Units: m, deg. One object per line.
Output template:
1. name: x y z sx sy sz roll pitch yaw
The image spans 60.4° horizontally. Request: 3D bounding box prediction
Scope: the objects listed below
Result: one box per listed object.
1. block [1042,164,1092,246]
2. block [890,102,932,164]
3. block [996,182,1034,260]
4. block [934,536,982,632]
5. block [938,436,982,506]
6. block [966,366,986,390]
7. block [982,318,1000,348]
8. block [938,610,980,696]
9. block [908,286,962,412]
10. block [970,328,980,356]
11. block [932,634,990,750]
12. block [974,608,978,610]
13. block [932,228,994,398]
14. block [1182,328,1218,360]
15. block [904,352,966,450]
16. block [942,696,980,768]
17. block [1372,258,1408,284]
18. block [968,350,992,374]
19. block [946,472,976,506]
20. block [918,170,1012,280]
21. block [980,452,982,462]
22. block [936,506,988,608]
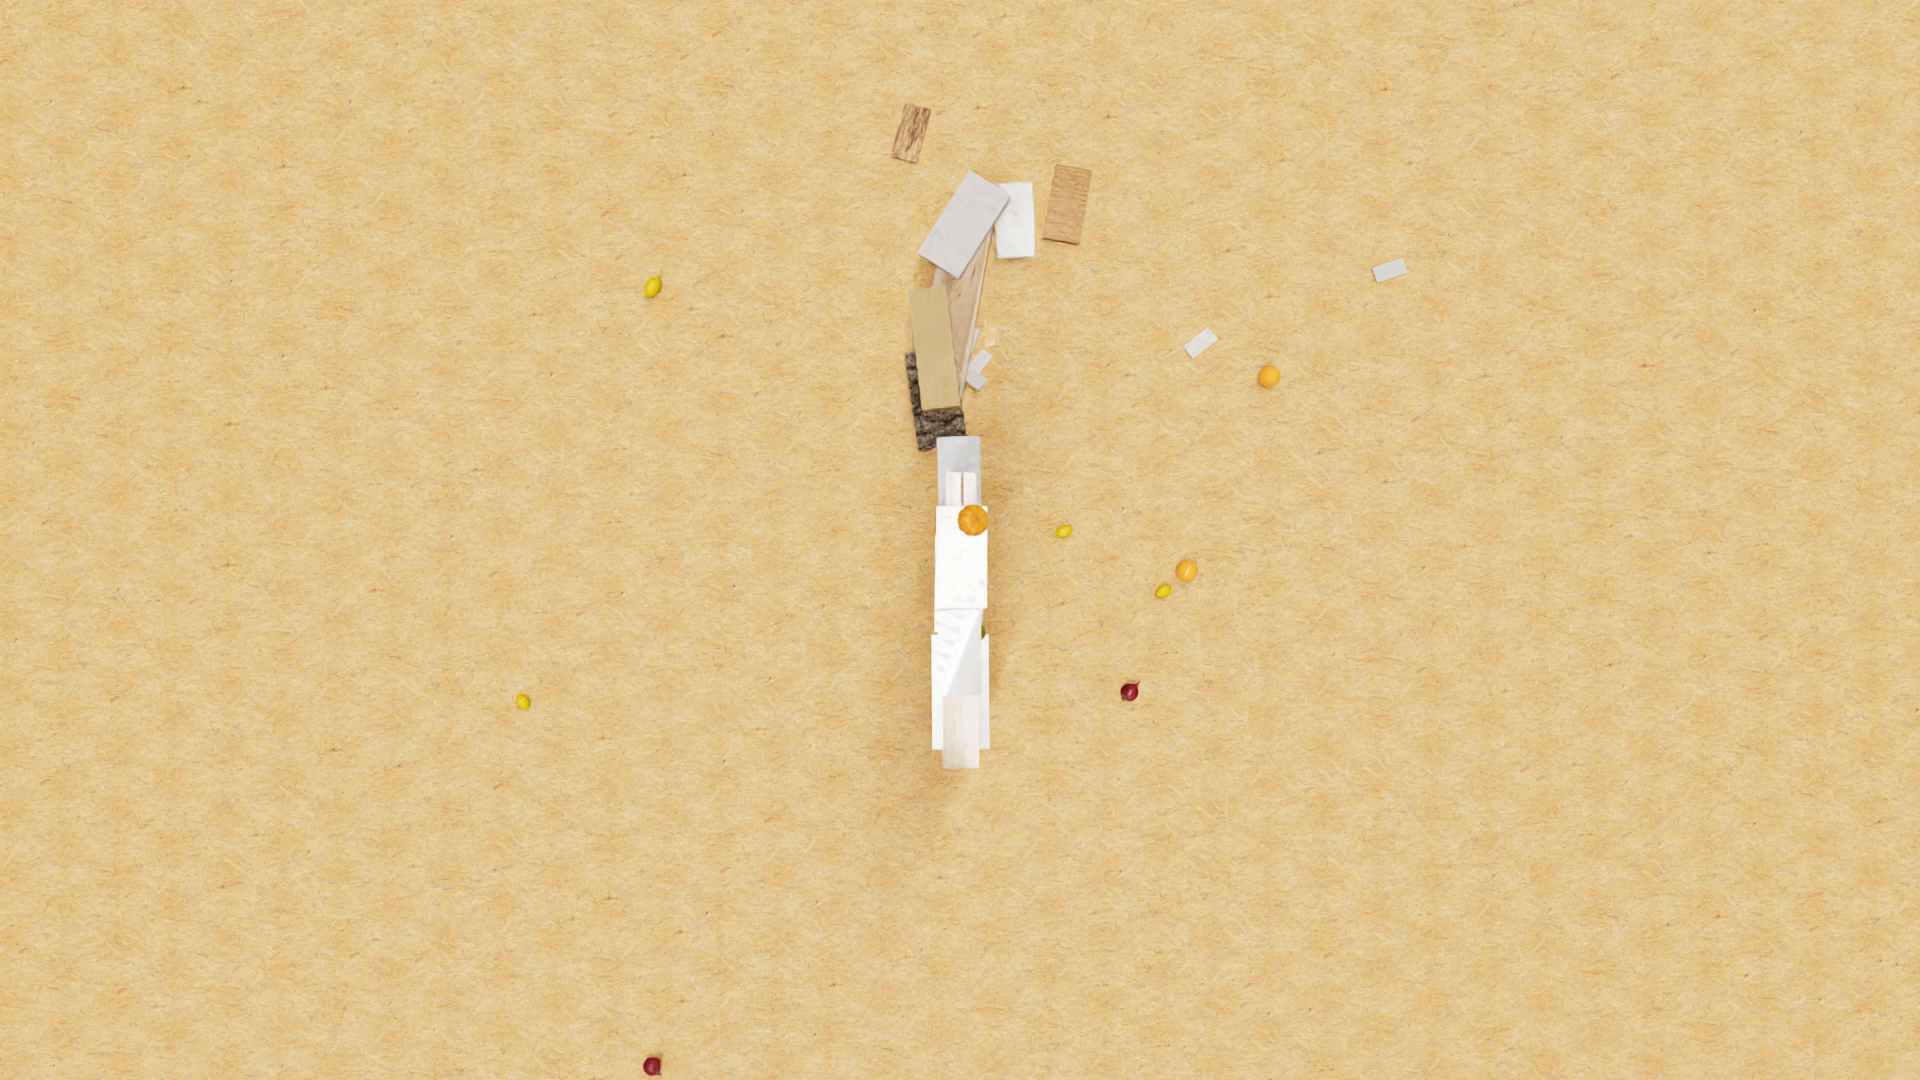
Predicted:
1. block: 0.357 -1.114 5.483 0.123 0.035 0.247 10 90 0
2. block: -0.163 -1.352 5.487 0.091 0.026 0.183 15 90 0
3. block: 0.183 -1.061 5.483 0.123 0.035 0.247 -1 90 0
4. block: -0.004 0.132 4.981 0.144 0.041 0.287 0 90 0
5. block: -0.002 -0.191 5.211 0.134 0.038 0.267 -1 90 0
6. block: 0.040 -0.540 5.475 0.091 0.013 0.045 37 93 13
7. block: 0.103 -0.691 5.494 0.045 0.013 0.091 -8 90 0
8. block: -0.001 0.317 4.643 0.120 0.034 0.239 0 90 0
9. block: -0.082 -0.620 5.347 0.123 0.035 0.400 -7 82 6
10. block: -0.008 -0.625 5.468 0.091 0.026 0.183 22 89 6
11. block: 0.002 0.451 4.924 0.170 0.048 0.340 0 90 0
12. block: -0.002 0.228 4.810 0.120 0.300 0.034 -6 90 0
13. block: -0.021 -0.764 5.440 0.160 0.045 0.625 10 88 5
14. block: 0.801 -0.656 5.493 0.105 0.015 0.053 -38 90 0
15. block: -0.078 -0.462 5.384 0.160 0.045 0.320 -8 88 5
16. block: 0.002 0.543 4.680 0.103 0.029 0.205 0 90 0
17. block: 1.430 -0.897 5.493 0.105 0.015 0.053 -18 90 0
18. block: 0.064 -0.587 5.489 0.045 0.013 0.091 39 90 11
19. block: 0.004 -0.111 4.994 0.093 0.026 0.185 0 92 0
20. block: 0.014 -1.031 5.404 0.160 0.045 0.320 32 90 6
21. block: -0.001 -0.282 5.365 0.134 0.267 0.038 -6 99 0
22. block: 0.005 0.049 4.653 0.143 0.041 0.286 0 90 0
